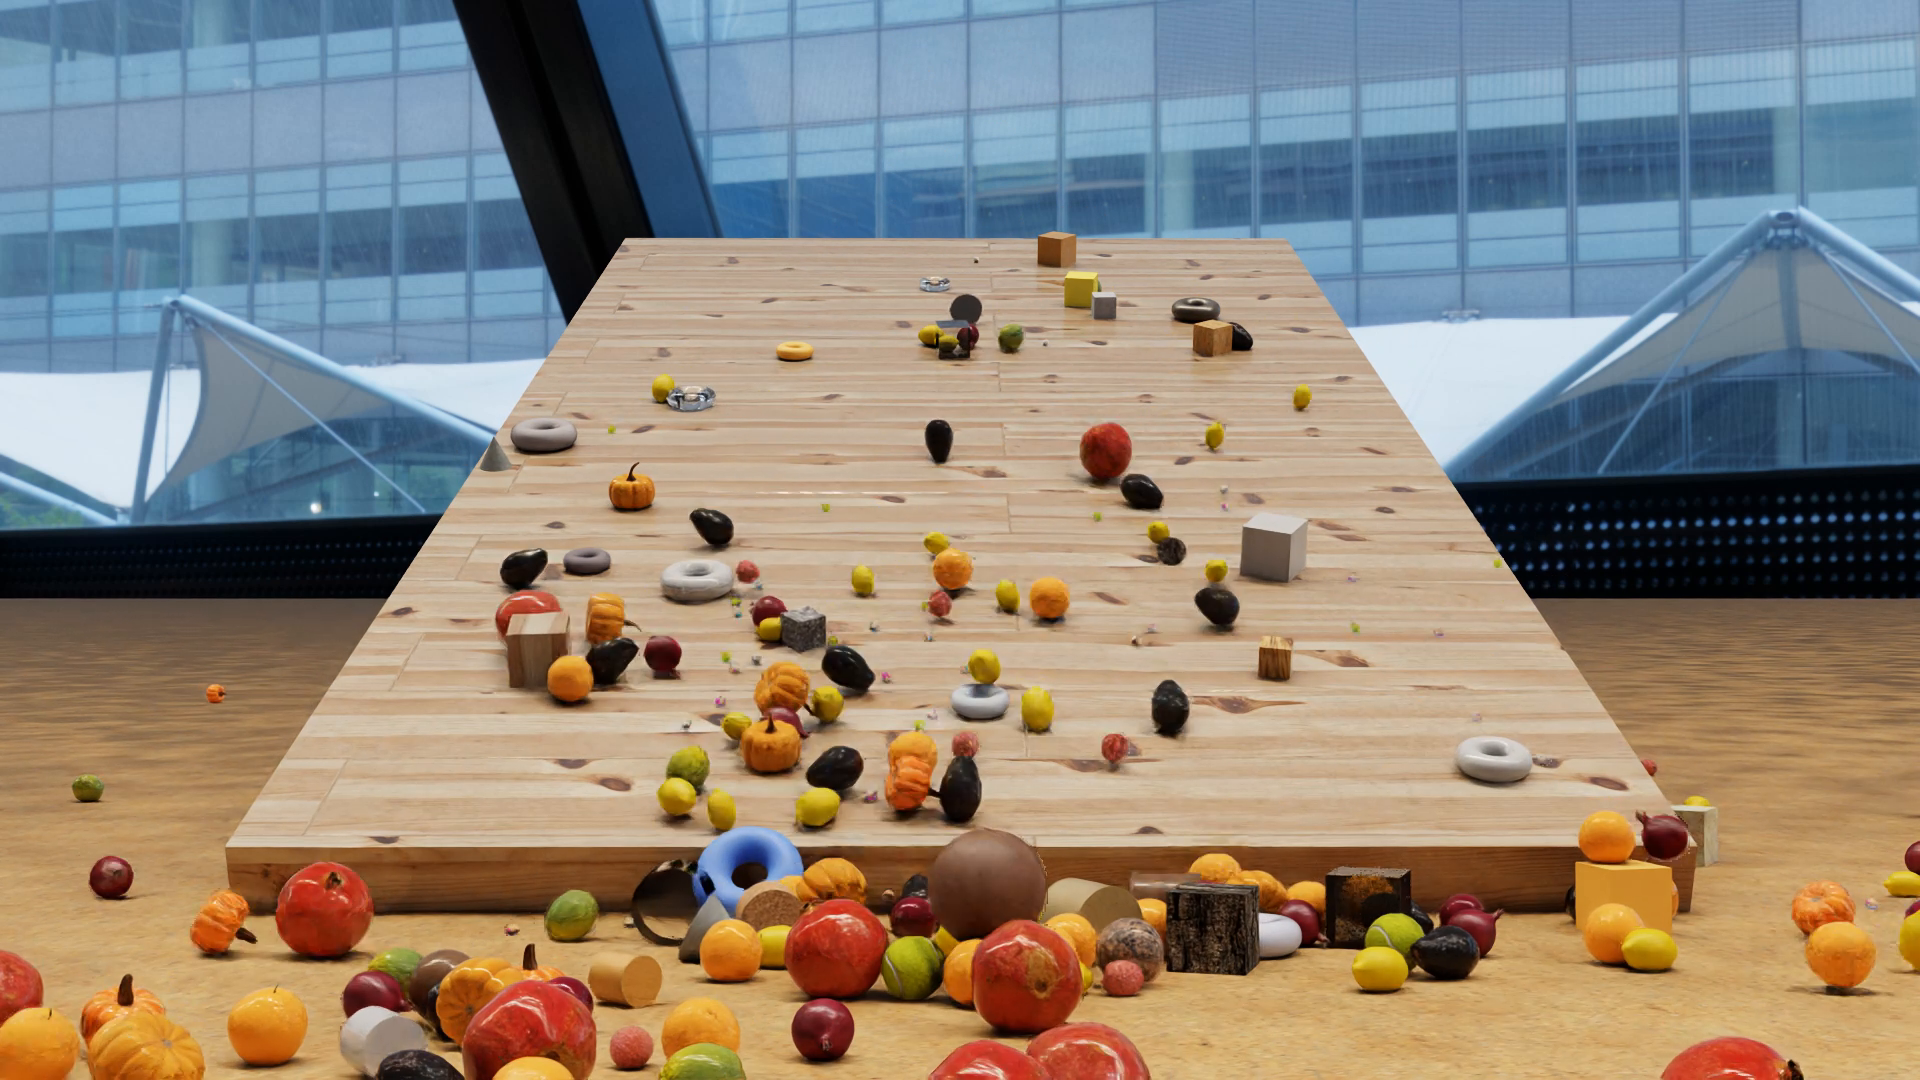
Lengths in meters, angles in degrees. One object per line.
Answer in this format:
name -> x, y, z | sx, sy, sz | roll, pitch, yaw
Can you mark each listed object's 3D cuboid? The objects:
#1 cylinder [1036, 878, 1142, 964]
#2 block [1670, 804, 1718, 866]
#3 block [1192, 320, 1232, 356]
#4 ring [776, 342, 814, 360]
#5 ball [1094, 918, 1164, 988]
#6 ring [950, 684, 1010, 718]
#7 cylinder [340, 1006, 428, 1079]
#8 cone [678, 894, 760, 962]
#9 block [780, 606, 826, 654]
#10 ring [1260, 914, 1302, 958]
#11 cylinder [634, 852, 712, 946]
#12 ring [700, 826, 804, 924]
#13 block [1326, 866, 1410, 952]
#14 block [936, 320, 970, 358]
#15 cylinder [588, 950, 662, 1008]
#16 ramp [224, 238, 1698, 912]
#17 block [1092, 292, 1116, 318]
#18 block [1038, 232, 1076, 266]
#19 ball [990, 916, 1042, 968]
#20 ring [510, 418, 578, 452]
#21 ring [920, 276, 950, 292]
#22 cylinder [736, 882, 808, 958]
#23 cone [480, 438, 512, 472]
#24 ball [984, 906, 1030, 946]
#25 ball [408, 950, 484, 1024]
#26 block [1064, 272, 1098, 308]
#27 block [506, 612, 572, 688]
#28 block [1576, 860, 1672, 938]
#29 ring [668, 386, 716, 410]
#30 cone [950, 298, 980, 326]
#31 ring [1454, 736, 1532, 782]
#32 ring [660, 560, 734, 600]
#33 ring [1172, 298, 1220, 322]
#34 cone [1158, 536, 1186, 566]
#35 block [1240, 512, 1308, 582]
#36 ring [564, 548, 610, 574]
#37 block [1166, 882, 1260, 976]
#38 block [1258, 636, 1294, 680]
cylinder -> 0.155, 0.455, 2.697 | 0.093, 0.093, 0.093 | 1, -2, -28
block -> 1.178, 0.480, 3.675 | 0.088, 0.088, 0.088 | -1, -2, 32
block -> 0.622, -0.498, 5.559 | 0.068, 0.068, 0.068 | -16, 25, -38
ring -> -0.403, -0.461, 5.506 | 0.092, 0.031, 0.092 | 1, 20, -1
ball -> 0.188, 0.459, 2.512 | 0.077, 0.077, 0.077 | 0, -1, 0
ring -> 0.031, 0.249, 3.495 | 0.094, 0.031, 0.094 | 1, 19, 0
cylinder -> -0.522, 0.456, 2.042 | 0.060, 0.060, 0.060 | 1, -2, -34
cone -> -0.276, 0.482, 2.693 | 0.087, 0.087, 0.087 | 27, 3, 8
block -> -0.259, 0.148, 3.743 | 0.054, 0.054, 0.054 | -14, 24, -35
ring -> 0.352, 0.481, 2.748 | 0.128, 0.043, 0.128 | -1, -1, 0
cylinder -> -0.360, 0.457, 2.845 | 0.096, 0.096, 0.096 | 0, 17, -12
ring -> -0.281, 0.448, 3.016 | 0.145, 0.145, 0.048 | 0, -38, 2
block -> 0.509, 0.459, 2.812 | 0.090, 0.090, 0.090 | 0, -1, 20
block -> -0.018, -0.491, 5.523 | 0.077, 0.077, 0.077 | -2, 20, -6
cylinder -> -0.357, 0.467, 2.406 | 0.055, 0.055, 0.055 | -1, -2, 42
ramp -> -0.005, -0.202, 4.968 | 2.000, 0.100, 4.000 | 0, 19, 0
block -> 0.376, -0.613, 5.899 | 0.058, 0.058, 0.058 | -2, 19, -5
block -> 0.279, -0.838, 6.503 | 0.080, 0.080, 0.080 | 14, 24, 34
ball -> 0.064, 0.470, 2.638 | 0.061, 0.061, 0.061 | 0, -1, 0
ring -> -0.886, -0.225, 4.810 | 0.141, 0.047, 0.141 | 1, 19, 0
ring -> -0.069, -0.704, 6.201 | 0.087, 0.029, 0.087 | 1, 19, 0
cylinder -> -0.230, 0.462, 2.751 | 0.082, 0.082, 0.082 | 0, -1, -10
cone -> -0.960, -0.183, 4.660 | 0.067, 0.067, 0.067 | 0, 19, 0
ball -> 0.058, 0.472, 2.730 | 0.060, 0.060, 0.060 | 0, -1, 0
ball -> -0.522, 0.454, 2.295 | 0.075, 0.075, 0.075 | 0, -1, 0
block -> 0.324, -0.669, 6.029 | 0.077, 0.077, 0.077 | 4, 20, 11
block -> -0.671, 0.176, 3.607 | 0.091, 0.091, 0.091 | -2, 19, -5
block -> 0.856, 0.463, 2.914 | 0.087, 0.087, 0.087 | 0, -1, -14
ring -> -0.607, -0.323, 5.104 | 0.112, 0.037, 0.112 | 1, 18, 0
cone -> 0.024, -0.587, 5.856 | 0.083, 0.083, 0.083 | 0, 7, 17
ring -> 0.778, 0.319, 3.290 | 0.111, 0.037, 0.111 | 1, 19, 0
ring -> -0.464, 0.070, 3.979 | 0.131, 0.044, 0.131 | -1, 21, 0
ring -> 0.615, -0.600, 5.887 | 0.129, 0.043, 0.129 | 0, 21, 0
cone -> 0.385, 0.024, 4.145 | 0.053, 0.053, 0.053 | 0, -7, -2
block -> 0.567, 0.012, 4.076 | 0.092, 0.092, 0.092 | 10, 22, 26
ring -> -0.676, 0.038, 4.094 | 0.086, 0.029, 0.086 | 1, 18, 0
block -> 0.296, 0.454, 2.642 | 0.092, 0.092, 0.092 | 0, -1, 17
block -> 0.509, 0.189, 3.635 | 0.051, 0.051, 0.051 | 4, 20, 12
